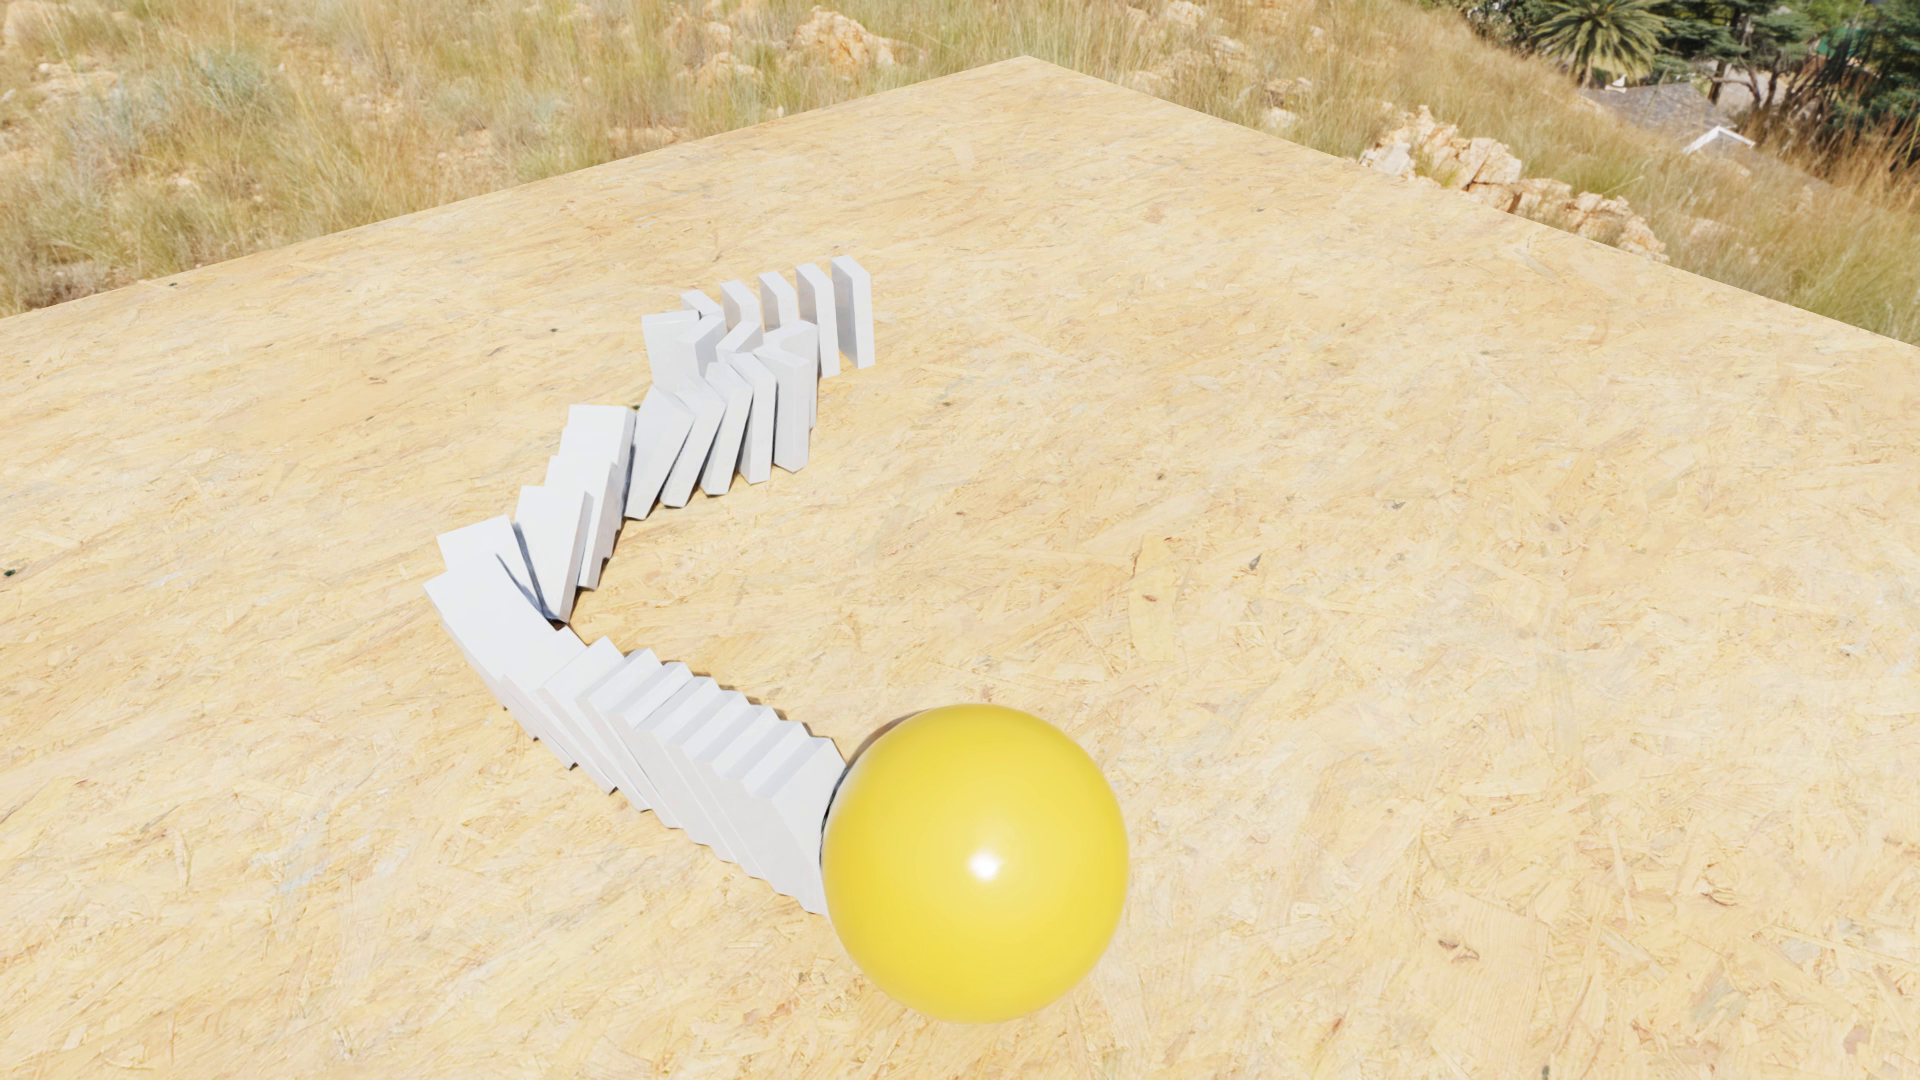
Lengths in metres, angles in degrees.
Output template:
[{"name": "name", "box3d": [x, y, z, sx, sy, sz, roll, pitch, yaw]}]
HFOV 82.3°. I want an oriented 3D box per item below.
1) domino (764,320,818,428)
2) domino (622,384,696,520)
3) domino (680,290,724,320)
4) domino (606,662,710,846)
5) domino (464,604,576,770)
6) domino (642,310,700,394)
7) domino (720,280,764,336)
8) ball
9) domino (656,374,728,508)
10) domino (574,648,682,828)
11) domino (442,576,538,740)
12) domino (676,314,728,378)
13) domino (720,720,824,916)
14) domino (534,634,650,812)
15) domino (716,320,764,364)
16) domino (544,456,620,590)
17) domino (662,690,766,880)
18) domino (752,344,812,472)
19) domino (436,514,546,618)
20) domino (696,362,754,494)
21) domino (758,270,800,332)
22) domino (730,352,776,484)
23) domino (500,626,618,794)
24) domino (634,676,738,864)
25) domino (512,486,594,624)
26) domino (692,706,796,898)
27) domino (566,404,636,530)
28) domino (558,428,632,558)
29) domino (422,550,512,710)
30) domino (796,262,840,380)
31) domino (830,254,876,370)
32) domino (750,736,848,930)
[{"name": "domino", "box3d": [-0.076, -0.071, 0.496, 0.009, 0.050, 0.025, 24, 36, 26]}, {"name": "domino", "box3d": [-0.130, -0.037, 0.460, 0.009, 0.050, 0.025, 16, 18, -48]}, {"name": "domino", "box3d": [-0.119, -0.090, 0.522, 0.009, 0.050, 0.025, -26, 46, -28]}, {"name": "domino", "box3d": [-0.082, 0.065, 0.334, 0.009, 0.050, 0.025, -7, 27, 43]}, {"name": "domino", "box3d": [-0.136, 0.048, 0.363, 0.050, 0.010, 0.025, 47, 52, 0]}, {"name": "domino", "box3d": [-0.130, -0.081, 0.510, 0.025, 0.050, 0.009, -8, 40, -10]}, {"name": "domino", "box3d": [-0.103, -0.097, 0.529, 0.010, 0.050, 0.025, -21, 44, -23]}, {"name": "ball", "box3d": [0.004, 0.083, 0.287, 0.080, 0.080, 0.080, 0, 39, 0]}, {"name": "domino", "box3d": [-0.117, -0.042, 0.465, 0.010, 0.050, 0.025, 9, 26, -44]}, {"name": "domino", "box3d": [-0.093, 0.061, 0.340, 0.009, 0.050, 0.025, -13, 24, 45]}, {"name": "domino", "box3d": [-0.149, 0.040, 0.373, 0.025, 0.010, 0.050, -38, 87, -34]}, {"name": "domino", "box3d": [-0.115, -0.074, 0.502, 0.009, 0.050, 0.025, 15, 42, 18]}, {"name": "domino", "box3d": [-0.045, 0.080, 0.316, 0.010, 0.050, 0.025, -6, 28, 43]}, {"name": "domino", "box3d": [-0.107, 0.058, 0.346, 0.010, 0.050, 0.025, -25, 16, 48]}, {"name": "domino", "box3d": [-0.097, -0.071, 0.498, 0.010, 0.050, 0.025, 12, 41, 14]}, {"name": "domino", "box3d": [-0.151, -0.007, 0.429, 0.025, 0.010, 0.050, 6, 77, 7]}, {"name": "domino", "box3d": [-0.064, 0.072, 0.325, 0.010, 0.050, 0.025, -6, 28, 43]}, {"name": "domino", "box3d": [-0.078, -0.057, 0.481, 0.025, 0.050, 0.009, 25, 36, 27]}, {"name": "domino", "box3d": [-0.168, 0.018, 0.398, 0.025, 0.010, 0.050, -20, 80, -18]}, {"name": "domino", "box3d": [-0.103, -0.047, 0.469, 0.010, 0.050, 0.025, -2, 34, -39]}, {"name": "domino", "box3d": [-0.087, -0.102, 0.537, 0.009, 0.050, 0.025, -19, 43, -22]}, {"name": "domino", "box3d": [-0.091, -0.053, 0.475, 0.009, 0.050, 0.025, -14, 40, -32]}, {"name": "domino", "box3d": [-0.121, 0.055, 0.356, 0.050, 0.010, 0.025, 46, 50, 0]}, {"name": "domino", "box3d": [-0.073, 0.069, 0.329, 0.010, 0.050, 0.025, -6, 28, 43]}, {"name": "domino", "box3d": [-0.157, 0.005, 0.416, 0.025, 0.009, 0.050, 5, 74, 6]}, {"name": "domino", "box3d": [-0.054, 0.076, 0.320, 0.009, 0.050, 0.025, -6, 28, 43]}, {"name": "domino", "box3d": [-0.151, -0.030, 0.455, 0.025, 0.010, 0.050, 3, 80, 10]}, {"name": "domino", "box3d": [-0.150, -0.019, 0.443, 0.025, 0.010, 0.050, 6, 80, 7]}, {"name": "domino", "box3d": [-0.162, 0.031, 0.383, 0.025, 0.010, 0.050, -33, 85, -30]}, {"name": "domino", "box3d": [-0.070, -0.108, 0.543, 0.010, 0.050, 0.025, -19, 43, -21]}, {"name": "domino", "box3d": [-0.054, -0.114, 0.550, 0.009, 0.050, 0.025, -20, 43, -23]}, {"name": "domino", "box3d": [-0.036, 0.083, 0.311, 0.010, 0.050, 0.025, -6, 28, 43]}]
